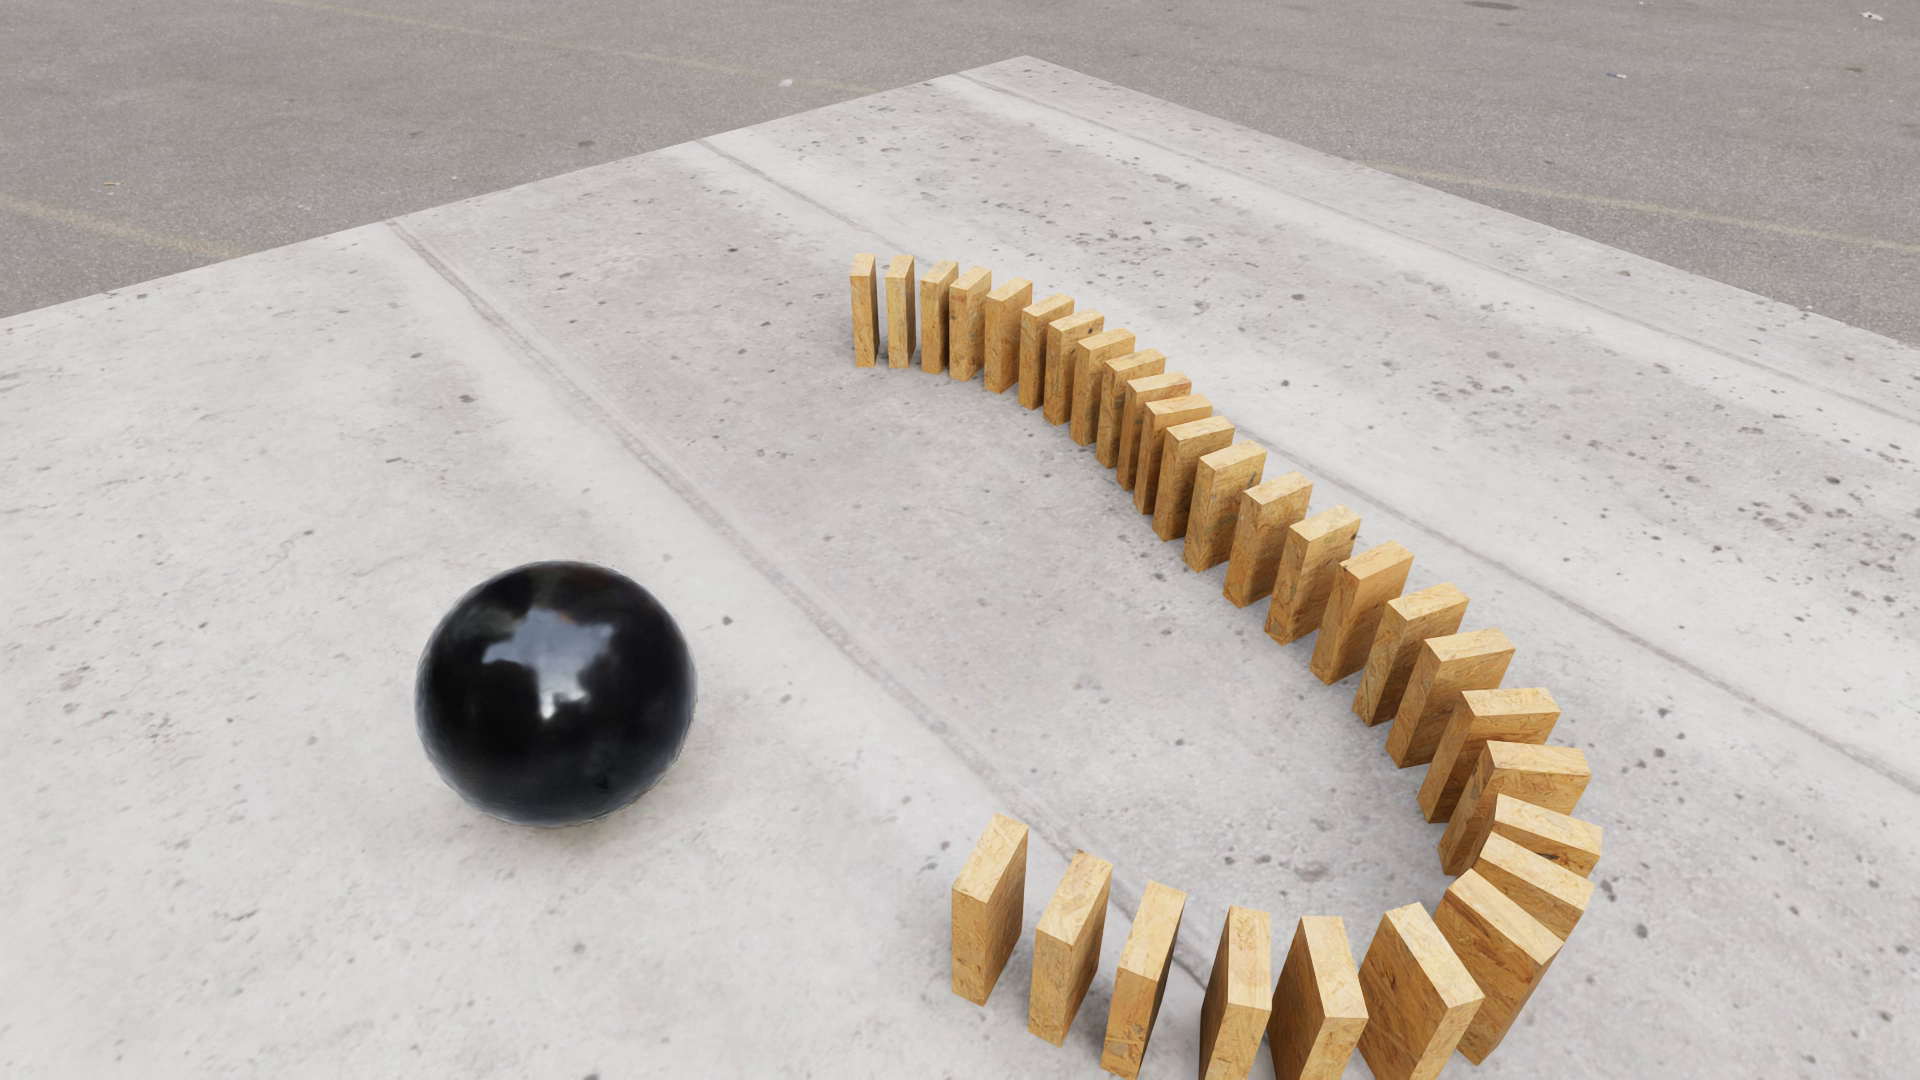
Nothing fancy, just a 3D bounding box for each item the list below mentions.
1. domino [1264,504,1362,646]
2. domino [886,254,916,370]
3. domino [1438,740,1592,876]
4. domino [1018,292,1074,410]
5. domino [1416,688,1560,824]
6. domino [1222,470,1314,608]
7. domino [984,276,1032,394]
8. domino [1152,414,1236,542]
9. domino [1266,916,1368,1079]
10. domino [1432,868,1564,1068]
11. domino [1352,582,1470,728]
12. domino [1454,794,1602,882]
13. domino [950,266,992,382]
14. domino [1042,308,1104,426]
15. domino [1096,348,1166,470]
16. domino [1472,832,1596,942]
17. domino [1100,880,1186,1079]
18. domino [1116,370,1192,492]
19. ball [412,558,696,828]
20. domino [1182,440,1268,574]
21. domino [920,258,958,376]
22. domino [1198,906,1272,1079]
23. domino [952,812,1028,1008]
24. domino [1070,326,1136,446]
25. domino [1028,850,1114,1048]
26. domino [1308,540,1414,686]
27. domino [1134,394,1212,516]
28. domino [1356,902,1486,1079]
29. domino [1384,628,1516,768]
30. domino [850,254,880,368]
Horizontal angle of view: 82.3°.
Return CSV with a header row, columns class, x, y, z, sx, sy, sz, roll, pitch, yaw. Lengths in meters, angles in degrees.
class,x,y,z,sx,sy,sz,roll,pitch,yaw
domino,0.126,0.013,0.395,0.025,0.050,0.009,-21,44,-23
domino,-0.029,-0.114,0.551,0.009,0.050,0.025,5,40,6
domino,0.158,0.079,0.315,0.025,0.050,0.009,4,40,5
domino,0.040,-0.089,0.520,0.025,0.050,0.010,-30,48,-31
domino,0.158,0.066,0.331,0.025,0.050,0.009,-2,39,-3
domino,0.115,0.000,0.411,0.025,0.050,0.010,-21,44,-24
domino,0.023,-0.099,0.532,0.010,0.050,0.025,26,46,28
domino,0.093,-0.024,0.441,0.025,0.050,0.009,-14,41,-17
domino,0.086,0.117,0.269,0.009,0.050,0.025,1,39,1
domino,0.130,0.109,0.279,0.009,0.050,0.025,-25,45,-27
domino,0.149,0.039,0.364,0.025,0.050,0.009,-15,42,-18
domino,0.151,0.092,0.299,0.025,0.050,0.009,17,42,20
domino,0.005,-0.106,0.541,0.010,0.050,0.025,19,43,22
domino,0.052,-0.080,0.509,0.025,0.050,0.009,-25,45,-27
domino,0.074,-0.057,0.481,0.025,0.050,0.010,-19,43,-21
domino,0.143,0.101,0.288,0.025,0.050,0.009,26,46,29
domino,0.046,0.111,0.276,0.010,0.050,0.025,16,42,19
domino,0.082,-0.046,0.467,0.025,0.050,0.009,-12,41,-15
ball,-0.121,0.046,0.332,0.080,0.080,0.080,0,39,0
domino,0.102,-0.013,0.427,0.025,0.050,0.009,-20,43,-23
domino,-0.010,-0.111,0.546,0.010,0.050,0.025,15,42,18
domino,0.067,0.116,0.270,0.009,0.050,0.025,7,40,9
domino,0.008,0.098,0.291,0.009,0.050,0.025,18,43,20
domino,0.064,-0.069,0.495,0.025,0.050,0.009,-22,44,-24
domino,0.028,0.106,0.283,0.009,0.050,0.025,19,43,22
domino,0.138,0.026,0.380,0.025,0.050,0.009,-20,43,-23
domino,0.087,-0.035,0.454,0.025,0.050,0.009,-11,41,-13
domino,0.110,0.115,0.271,0.010,0.050,0.025,-11,40,-13
domino,0.155,0.051,0.349,0.025,0.050,0.009,-8,40,-10
domino,-0.047,-0.115,0.552,0.009,0.050,0.025,2,39,2
